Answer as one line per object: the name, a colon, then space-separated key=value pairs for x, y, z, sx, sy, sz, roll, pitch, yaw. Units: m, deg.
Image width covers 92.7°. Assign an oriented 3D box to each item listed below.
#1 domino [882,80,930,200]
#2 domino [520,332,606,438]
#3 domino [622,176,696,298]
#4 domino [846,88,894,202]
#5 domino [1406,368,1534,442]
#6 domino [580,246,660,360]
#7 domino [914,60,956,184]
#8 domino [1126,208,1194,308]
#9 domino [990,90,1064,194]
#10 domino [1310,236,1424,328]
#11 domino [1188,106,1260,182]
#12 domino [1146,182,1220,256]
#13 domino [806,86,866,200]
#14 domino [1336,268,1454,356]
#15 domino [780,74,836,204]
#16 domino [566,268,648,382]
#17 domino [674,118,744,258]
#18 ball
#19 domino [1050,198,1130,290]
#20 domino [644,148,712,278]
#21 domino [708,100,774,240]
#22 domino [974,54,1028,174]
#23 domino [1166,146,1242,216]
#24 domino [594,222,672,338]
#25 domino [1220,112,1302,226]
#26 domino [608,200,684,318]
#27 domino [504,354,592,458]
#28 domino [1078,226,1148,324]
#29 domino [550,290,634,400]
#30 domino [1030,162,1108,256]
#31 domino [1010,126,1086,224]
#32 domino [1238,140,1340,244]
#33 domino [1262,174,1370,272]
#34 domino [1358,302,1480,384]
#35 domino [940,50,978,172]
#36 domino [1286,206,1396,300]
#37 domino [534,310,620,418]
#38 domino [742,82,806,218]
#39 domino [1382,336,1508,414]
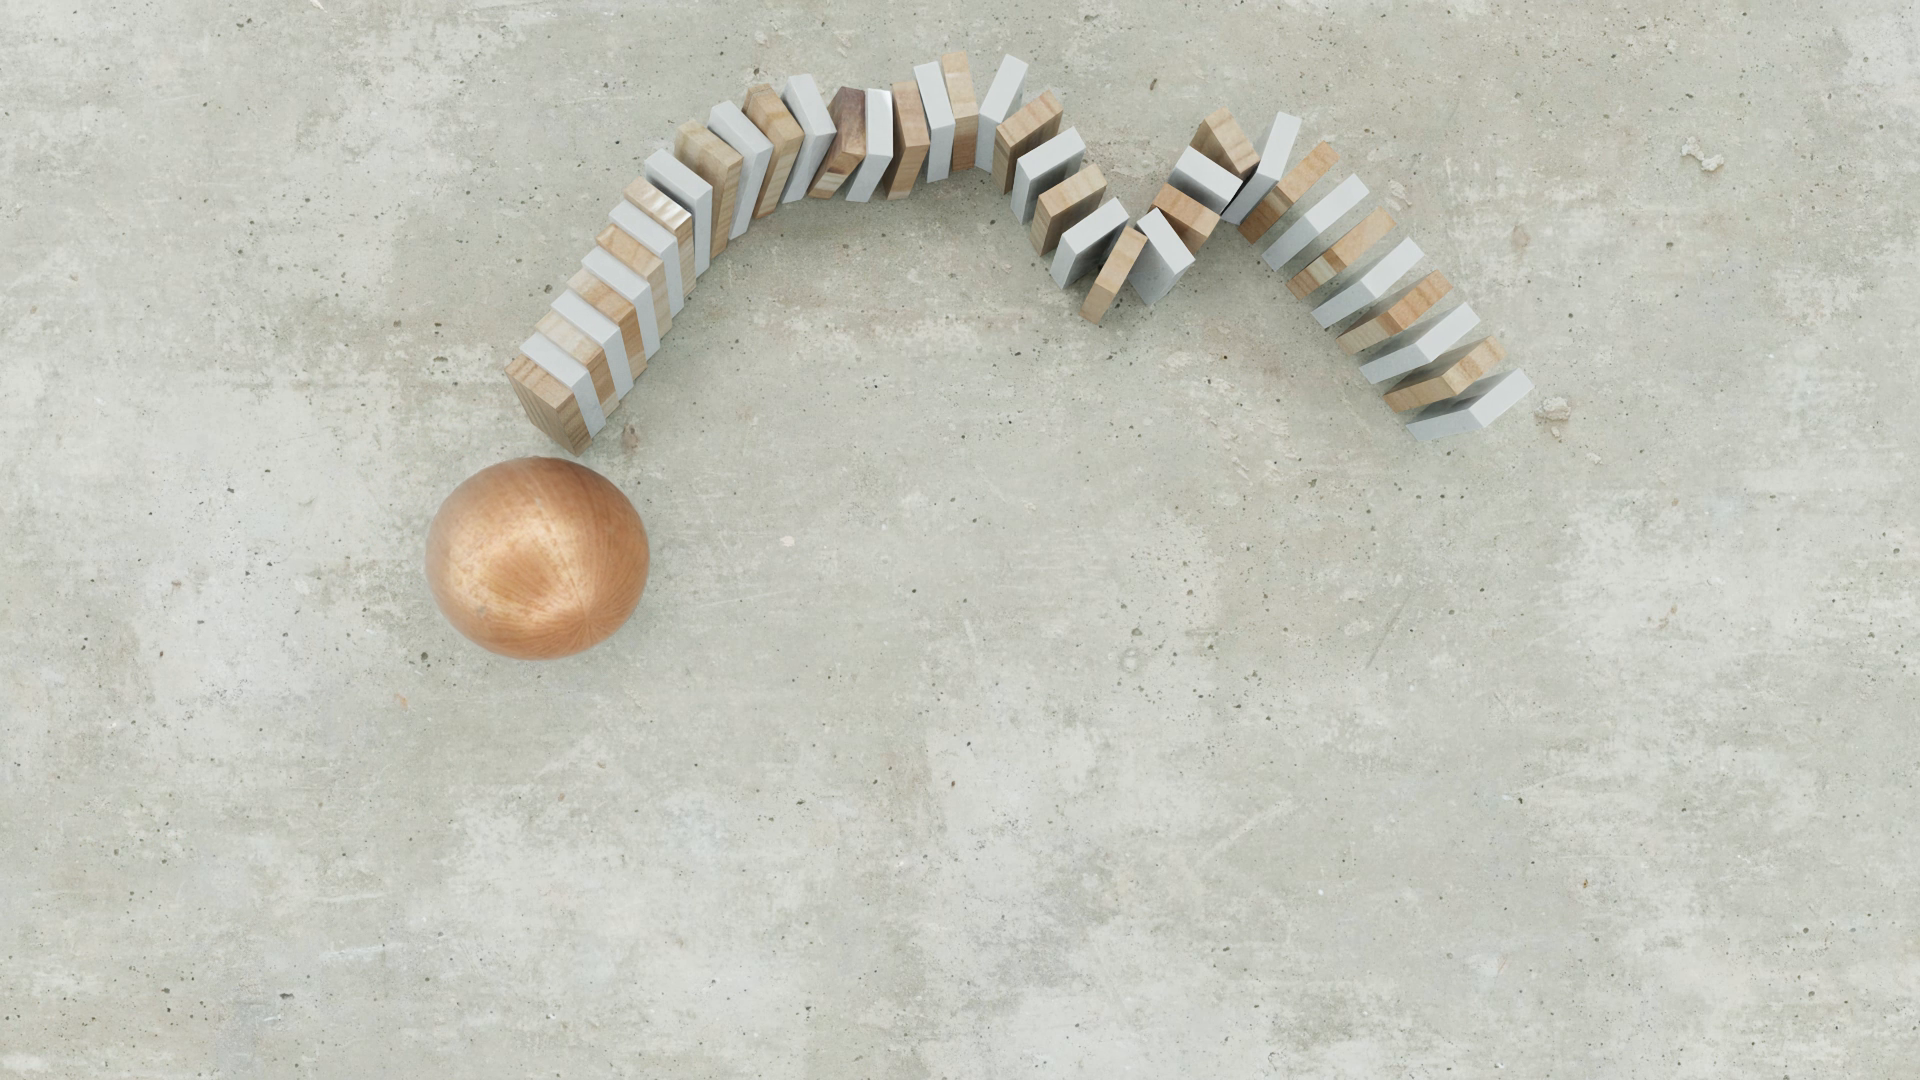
domino: x=-0.024 y=-0.162 z=0.375 sx=0.009 sy=0.050 sz=0.025 roll=-12 pitch=90 yaw=-13
domino: x=-0.161 y=-0.062 z=0.375 sx=0.025 sy=0.050 sz=0.010 roll=37 pitch=68 yaw=0
domino: x=-0.122 y=-0.122 z=0.375 sx=0.025 sy=0.050 sz=0.009 roll=37 pitch=68 yaw=0
domino: x=-0.038 y=-0.160 z=0.375 sx=0.010 sy=0.050 sz=0.025 roll=-1 pitch=90 yaw=-17
domino: x=0.207 y=-0.054 z=0.375 sx=0.025 sy=0.050 sz=0.009 roll=-39 pitch=90 yaw=0
domino: x=-0.138 y=-0.095 z=0.375 sx=0.025 sy=0.050 sz=0.010 roll=37 pitch=68 yaw=0
domino: x=-0.012 y=-0.169 z=0.375 sx=0.010 sy=0.050 sz=0.025 roll=-16 pitch=90 yaw=-4
domino: x=0.079 y=-0.114 z=0.375 sx=0.009 sy=0.050 sz=0.025 roll=-36 pitch=90 yaw=0
domino: x=0.027 y=-0.161 z=0.375 sx=0.025 sy=0.050 sz=0.009 roll=-36 pitch=91 yaw=0
domino: x=0.165 y=-0.104 z=0.375 sx=0.025 sy=0.050 sz=0.009 roll=-42 pitch=90 yaw=0
domino: x=0.104 y=-0.153 z=0.375 sx=0.009 sy=0.050 sz=0.025 roll=-33 pitch=90 yaw=0
domino: x=0.087 y=-0.126 z=0.375 sx=0.025 sy=0.050 sz=0.010 roll=32 pitch=90 yaw=0
domino: x=-0.051 y=-0.161 z=0.375 sx=0.010 sy=0.050 sz=0.025 roll=-1 pitch=90 yaw=-25
domino: x=0.176 y=-0.092 z=0.375 sx=0.025 sy=0.050 sz=0.009 roll=-40 pitch=90 yaw=0
domino: x=-0.067 y=-0.163 z=0.376 sx=0.009 sy=0.050 sz=0.025 roll=-25 pitch=90 yaw=-28
domino: x=-0.143 y=-0.087 z=0.375 sx=0.025 sy=0.050 sz=0.009 roll=37 pitch=68 yaw=0
domino: x=-0.106 y=-0.143 z=0.377 sx=0.025 sy=0.050 sz=0.009 roll=37 pitch=54 yaw=0
ball: x=-0.164 y=0.007 z=0.360 sx=0.080 sy=0.080 sz=0.080 roll=0 pitch=90 yaw=0
domino: x=0.052 y=-0.120 z=0.375 sx=0.025 sy=0.050 sz=0.009 roll=-35 pitch=90 yaw=0
domino: x=-0.115 y=-0.132 z=0.376 sx=0.025 sy=0.050 sz=0.009 roll=37 pitch=64 yaw=0
domino: x=-0.095 y=-0.151 z=0.377 sx=0.025 sy=0.050 sz=0.009 roll=46 pitch=55 yaw=0
domino: x=0.016 y=-0.173 z=0.375 sx=0.009 sy=0.050 sz=0.025 roll=25 pitch=90 yaw=-2
domino: x=0.095 y=-0.140 z=0.375 sx=0.025 sy=0.050 sz=0.009 roll=33 pitch=90 yaw=0
domino: x=-0.133 y=-0.104 z=0.375 sx=0.025 sy=0.050 sz=0.010 roll=37 pitch=68 yaw=0
domino: x=0.122 y=-0.151 z=0.375 sx=0.009 sy=0.050 sz=0.025 roll=20 pitch=90 yaw=0
domino: x=-0.127 y=-0.113 z=0.375 sx=0.025 sy=0.050 sz=0.010 roll=37 pitch=68 yaw=0
domino: x=-0.167 y=-0.054 z=0.375 sx=0.025 sy=0.050 sz=0.010 roll=37 pitch=68 yaw=0
domino: x=0.062 y=-0.107 z=0.375 sx=0.010 sy=0.050 sz=0.025 roll=29 pitch=90 yaw=0
domino: x=-0.149 y=-0.079 z=0.375 sx=0.025 sy=0.050 sz=0.010 roll=37 pitch=68 yaw=0
domino: x=0.043 y=-0.134 z=0.375 sx=0.025 sy=0.050 sz=0.010 roll=-30 pitch=90 yaw=0
domino: x=0.035 y=-0.148 z=0.375 sx=0.025 sy=0.050 sz=0.010 roll=-31 pitch=90 yaw=0
domino: x=0.133 y=-0.141 z=0.375 sx=0.025 sy=0.050 sz=0.010 roll=-44 pitch=90 yaw=0
domino: x=0.144 y=-0.129 z=0.375 sx=0.025 sy=0.050 sz=0.009 roll=-40 pitch=90 yaw=0
domino: x=0.186 y=-0.079 z=0.375 sx=0.025 sy=0.050 sz=0.009 roll=-40 pitch=90 yaw=0
domino: x=-0.001 y=-0.174 z=0.375 sx=0.010 sy=0.050 sz=0.025 roll=-12 pitch=90 yaw=-1
domino: x=0.154 y=-0.116 z=0.375 sx=0.025 sy=0.050 sz=0.009 roll=-41 pitch=90 yaw=0
domino: x=-0.156 y=-0.071 z=0.375 sx=0.025 sy=0.050 sz=0.010 roll=37 pitch=68 yaw=0
domino: x=-0.082 y=-0.158 z=0.376 sx=0.009 sy=0.050 sz=0.025 roll=-36 pitch=90 yaw=-32
domino: x=0.197 y=-0.067 z=0.375 sx=0.025 sy=0.050 sz=0.010 roll=-39 pitch=90 yaw=0
